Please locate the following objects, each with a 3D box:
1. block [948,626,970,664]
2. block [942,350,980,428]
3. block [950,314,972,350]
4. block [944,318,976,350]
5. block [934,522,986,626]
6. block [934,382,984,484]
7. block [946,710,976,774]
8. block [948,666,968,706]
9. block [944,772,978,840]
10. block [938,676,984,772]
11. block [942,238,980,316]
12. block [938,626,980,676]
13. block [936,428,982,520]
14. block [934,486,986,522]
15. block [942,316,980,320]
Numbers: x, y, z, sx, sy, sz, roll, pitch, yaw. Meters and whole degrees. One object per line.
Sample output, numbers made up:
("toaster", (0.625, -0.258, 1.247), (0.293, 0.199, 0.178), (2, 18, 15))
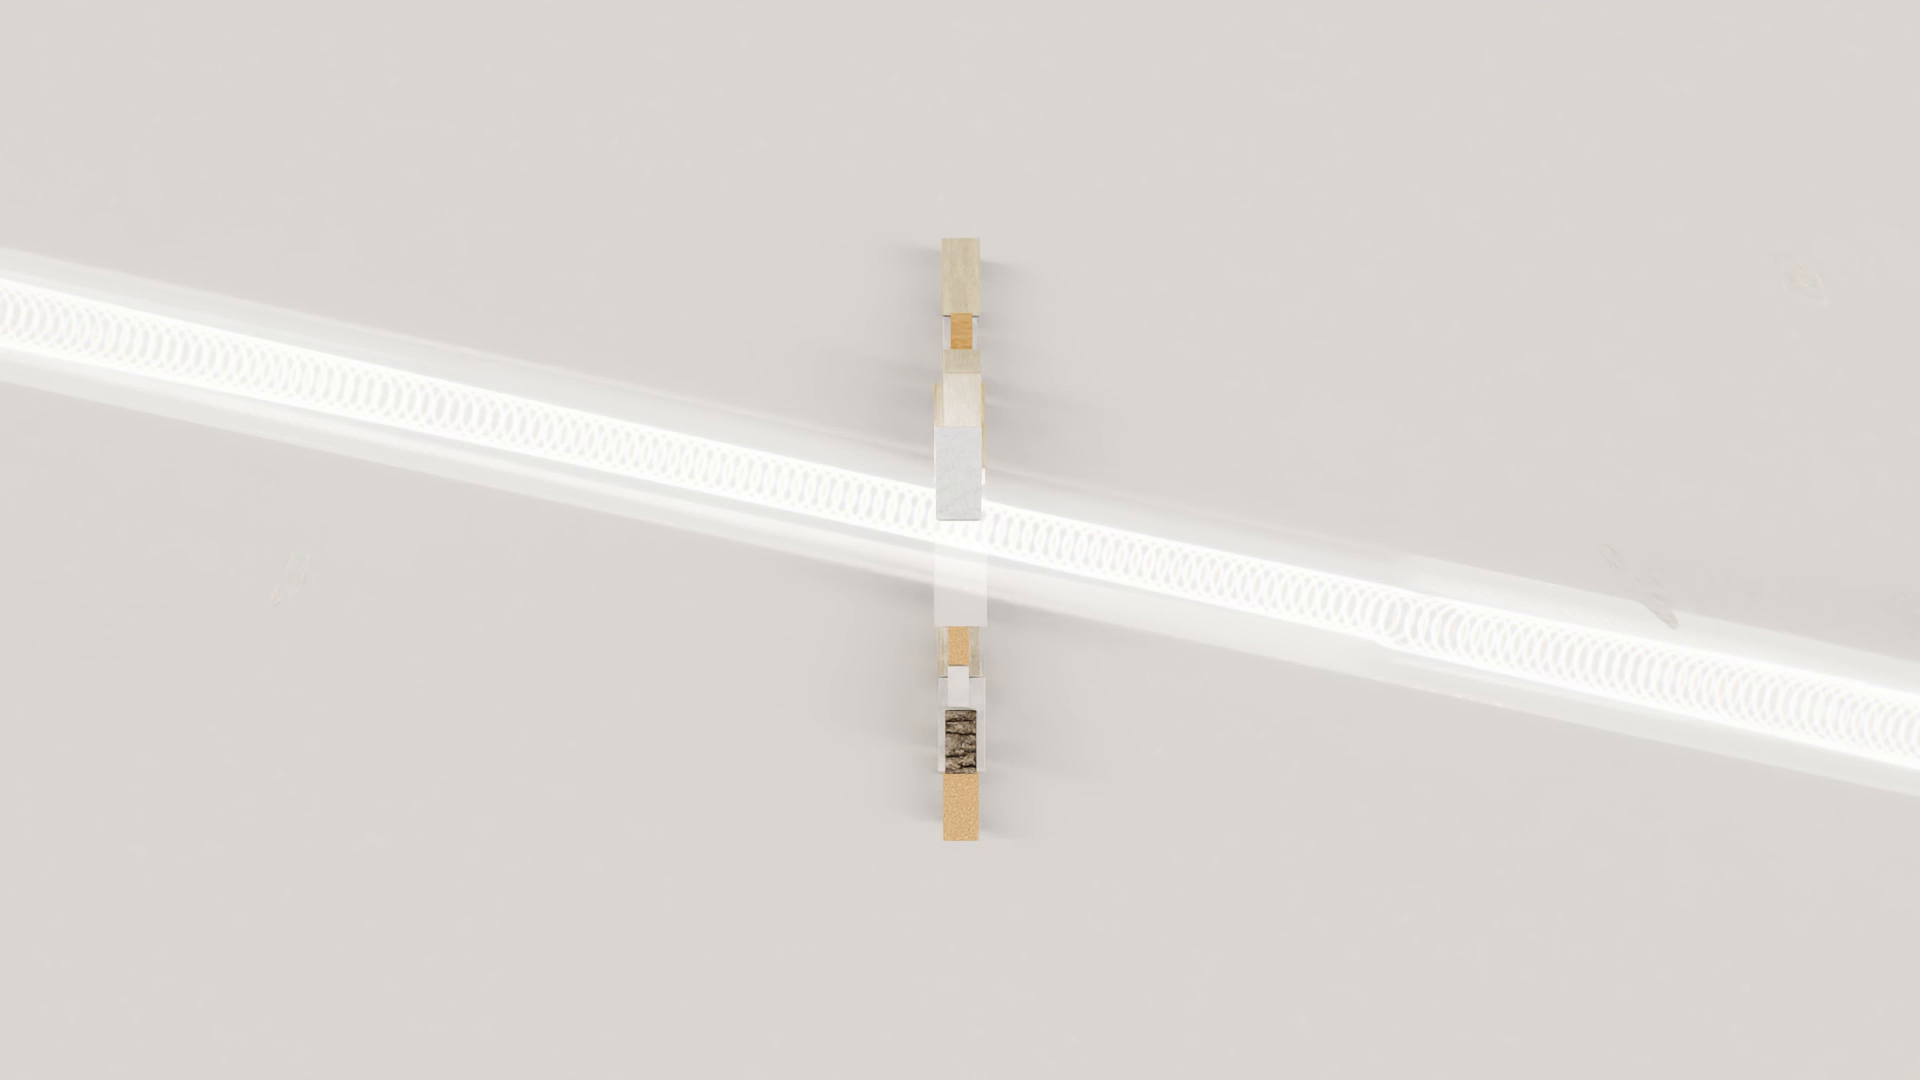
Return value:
("block", (-0.003, 0.318, 5.063), (0.063, 0.018, 0.125), (0, 90, 0))
("block", (0.004, -0.449, 4.895), (0.115, 0.033, 0.229), (0, 90, 0))
("block", (0.004, -0.636, 5.115), (0.067, 0.019, 0.134), (0, 90, 0))
("block", (-0.001, -0.601, 5.274), (0.106, 0.030, 0.211), (0, 90, 0))
("block", (0.001, 0.098, 4.800), (0.153, 0.043, 0.305), (0, 90, 0))
("block", (-0.001, -0.333, 5.163), (0.158, 0.045, 0.315), (0, 90, 0))
("block", (0.003, 0.608, 4.964), (0.094, 0.027, 0.189), (0, 90, 0))
("block", (-0.005, 0.447, 5.034), (0.062, 0.017, 0.123), (0, 90, 0))
("block", (0.003, 0.843, 5.257), (0.113, 0.032, 0.227), (0, 90, 0))
("block", (0.005, 0.578, 5.187), (0.146, 0.041, 0.292), (0, 90, 0))
("block", (0.002, -0.834, 5.238), (0.122, 0.035, 0.245), (0, 90, 0))
("block", (-0.005, 0.294, 5.216), (0.133, 0.038, 0.266), (0, 90, 0))
("block", (-0.004, -0.194, 4.839), (0.135, 0.038, 0.269), (0, 90, 0))
("block", (-0.002, -0.007, 5.150), (0.163, 0.046, 0.327), (0, 90, 0))
("block", (0.002, -0.752, 5.378), (0.122, 0.245, 0.035), (0, 90, 0))
